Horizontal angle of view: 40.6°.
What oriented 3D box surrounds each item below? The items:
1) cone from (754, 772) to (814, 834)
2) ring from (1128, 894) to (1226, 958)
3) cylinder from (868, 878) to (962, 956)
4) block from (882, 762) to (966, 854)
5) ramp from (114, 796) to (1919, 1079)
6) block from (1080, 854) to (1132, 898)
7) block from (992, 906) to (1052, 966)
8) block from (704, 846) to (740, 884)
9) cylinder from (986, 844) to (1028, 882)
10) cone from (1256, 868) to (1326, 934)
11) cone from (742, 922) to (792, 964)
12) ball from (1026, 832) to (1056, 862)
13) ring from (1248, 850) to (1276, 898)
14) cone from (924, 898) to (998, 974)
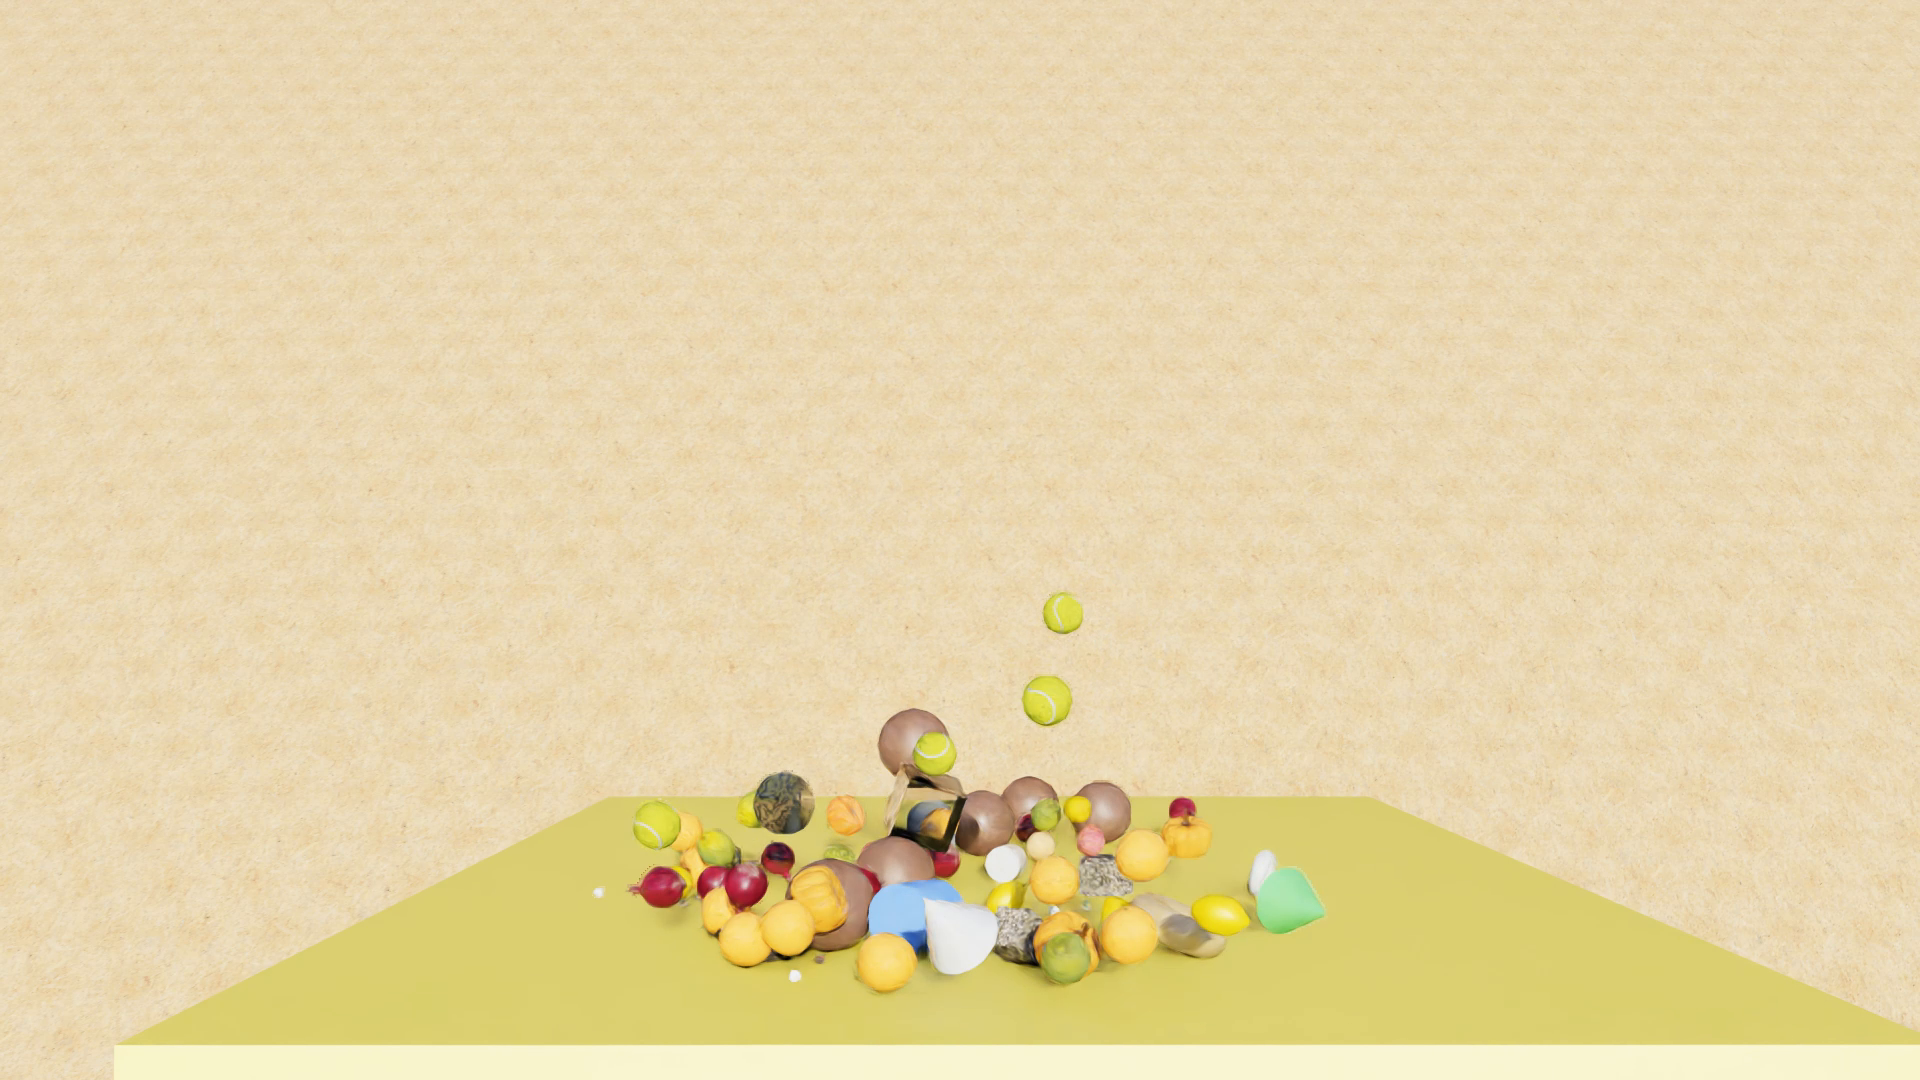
[{"bbox_3d":[-0.264,0.408,4.039,0.098,0.098,0.098,-12,-5,-17],"label":"cone"},{"bbox_3d":[0.301,0.533,3.591,0.145,0.048,0.145,23,2,-1],"label":"ring"},{"bbox_3d":[-0.060,0.525,3.620,0.099,0.099,0.099,24,10,30],"label":"cylinder"},{"bbox_3d":[-0.057,0.428,4.155,0.098,0.098,0.098,17,11,-12],"label":"block"},{"bbox_3d":[0.077,0.663,4.831,2.000,0.100,4.000,0,-2,0],"label":"ramp"},{"bbox_3d":[0.248,0.568,4.392,0.064,0.064,0.064,-1,-2,40],"label":"block"},{"bbox_3d":[0.079,0.533,3.495,0.056,0.056,0.056,-2,55,40],"label":"block"},{"bbox_3d":[-0.421,0.577,4.614,0.059,0.059,0.059,0,-2,0],"label":"block"},{"bbox_3d":[0.083,0.575,4.625,0.063,0.063,0.063,10,0,14],"label":"cylinder"},{"bbox_3d":[0.503,0.536,3.784,0.099,0.099,0.099,-22,17,-28],"label":"cone"},{"bbox_3d":[-0.253,0.559,3.534,0.061,0.061,0.061,31,24,-27],"label":"cone"},{"bbox_3d":[0.156,0.589,4.993,0.058,0.058,0.058,0,35,0],"label":"ball"},{"bbox_3d":[0.499,0.550,4.286,0.027,0.081,0.081,15,38,22],"label":"ring"},{"bbox_3d":[-0.020,0.458,3.138,0.097,0.097,0.097,-21,43,21],"label":"cone"}]
